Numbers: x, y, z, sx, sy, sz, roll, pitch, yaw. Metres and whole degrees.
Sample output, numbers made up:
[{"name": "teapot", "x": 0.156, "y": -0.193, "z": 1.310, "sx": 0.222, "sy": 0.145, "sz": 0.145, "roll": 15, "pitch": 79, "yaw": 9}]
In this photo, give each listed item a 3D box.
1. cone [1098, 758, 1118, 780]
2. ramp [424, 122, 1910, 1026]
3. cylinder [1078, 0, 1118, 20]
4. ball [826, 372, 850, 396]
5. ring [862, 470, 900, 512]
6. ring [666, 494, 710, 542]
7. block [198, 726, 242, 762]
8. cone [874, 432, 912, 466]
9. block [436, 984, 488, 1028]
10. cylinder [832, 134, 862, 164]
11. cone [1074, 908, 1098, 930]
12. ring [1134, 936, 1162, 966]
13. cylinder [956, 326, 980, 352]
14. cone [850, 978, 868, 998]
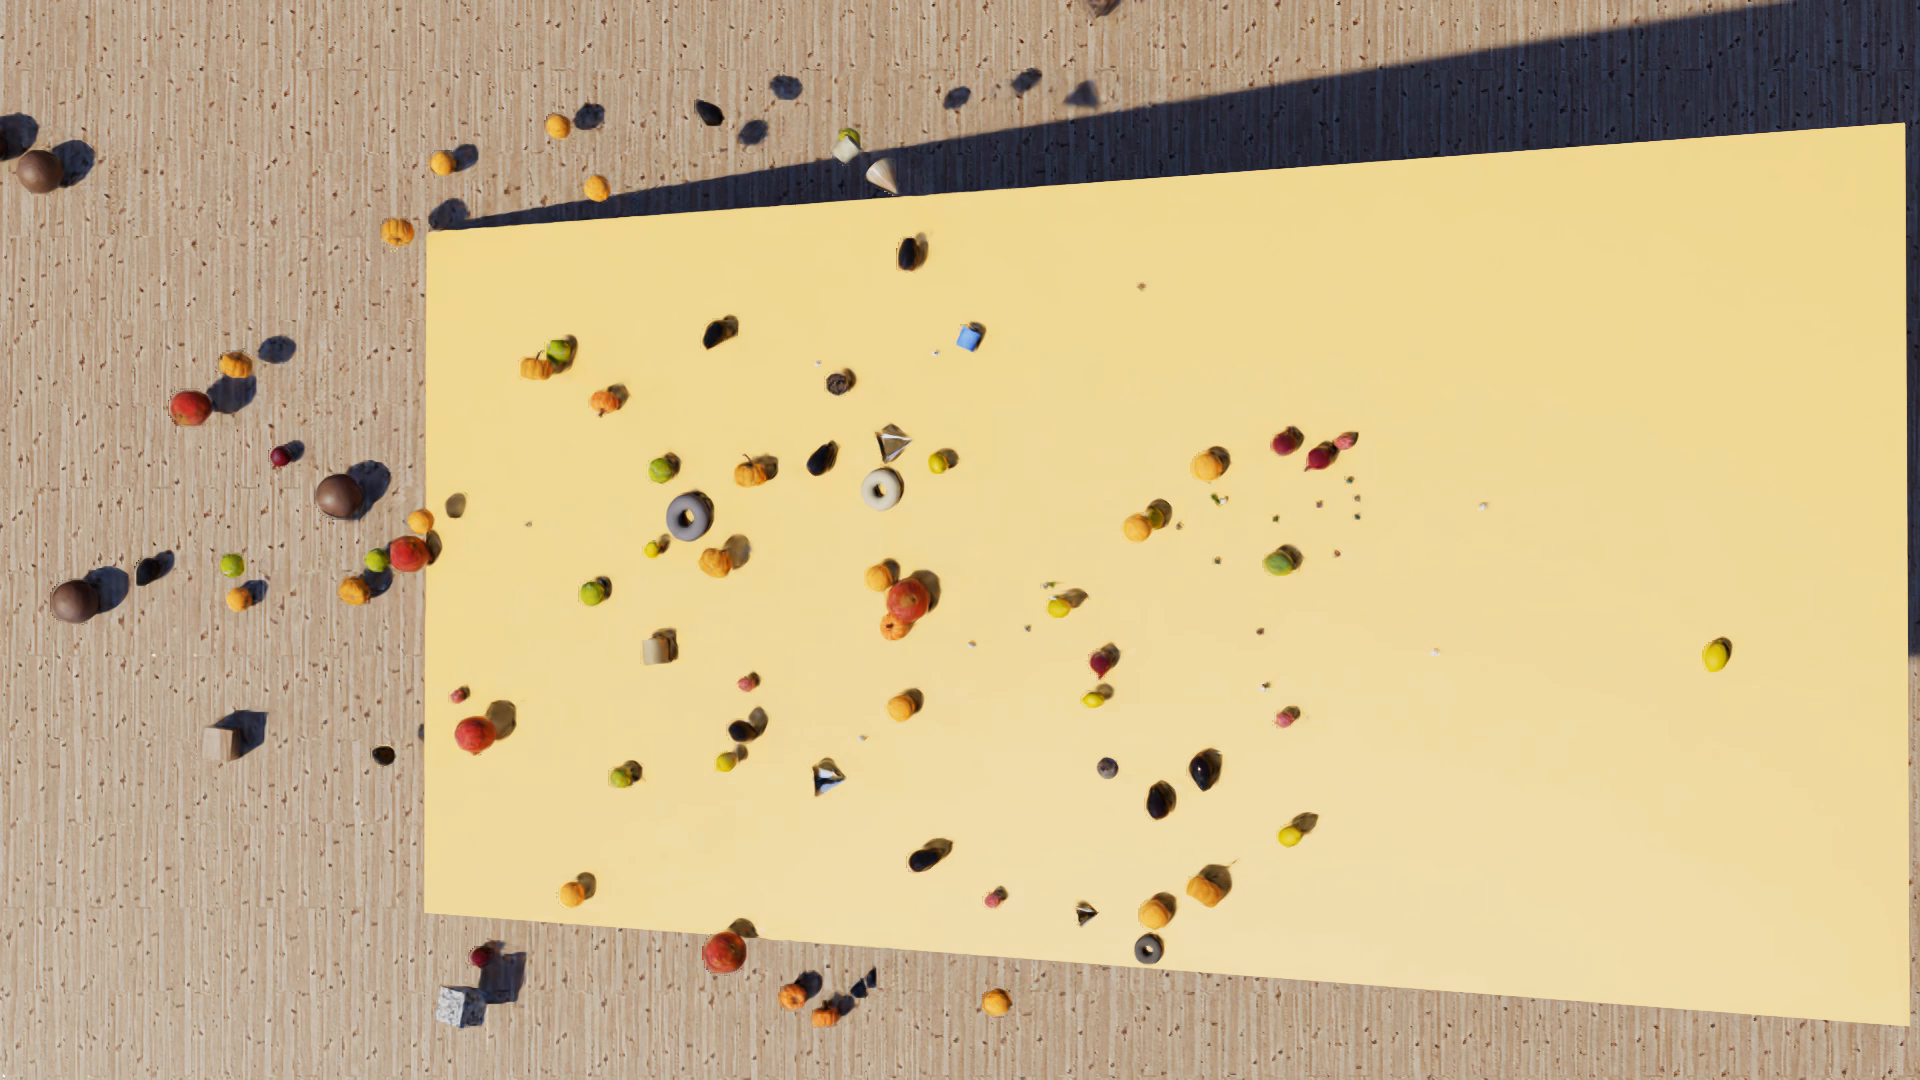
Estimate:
[{"name": "cone", "x": 0.365, "y": 0.582, "z": 5.584, "sx": 0.057, "sy": 0.057, "sz": 0.057, "roll": 0, "pitch": 89, "yaw": 24}, {"name": "ramp", "x": 0.283, "y": 0.084, "z": 5.711, "sx": 4.000, "sy": 0.100, "sz": 2.000, "roll": 0, "pitch": 89, "yaw": 24}, {"name": "cylinder", "x": 0.408, "y": -1.609, "z": 6.526, "sx": 0.090, "sy": 0.090, "sz": 0.090, "roll": -41, "pitch": 89, "yaw": -6}, {"name": "ball", "x": -0.328, "y": -0.417, "z": 5.895, "sx": 0.062, "sy": 0.062, "sz": 0.062, "roll": 0, "pitch": 89, "yaw": 0}, {"name": "ring", "x": -0.211, "y": -0.132, "z": 5.854, "sx": 0.112, "sy": 0.037, "sz": 0.112, "roll": 0, "pitch": 90, "yaw": 23}, {"name": "ring", "x": -0.754, "y": -0.061, "z": 6.086, "sx": 0.133, "sy": 0.044, "sz": 0.133, "roll": 0, "pitch": 91, "yaw": 23}, {"name": "block", "x": -2.186, "y": 0.600, "z": 6.504, "sx": 0.090, "sy": 0.090, "sz": 0.090, "roll": 6, "pitch": 89, "yaw": 0}, {"name": "cone", "x": -0.168, "y": -0.254, "z": 5.834, "sx": 0.095, "sy": 0.095, "sz": 0.095, "roll": -15, "pitch": 89, "yaw": -4}, {"name": "block", "x": -1.455, "y": 1.362, "z": 6.429, "sx": 0.097, "sy": 0.097, "sz": 0.097, "roll": 8, "pitch": 87, "yaw": 32}, {"name": "cylinder", "x": -0.306, "y": -1.058, "z": 5.957, "sx": 0.057, "sy": 0.057, "sz": 0.057, "roll": 37, "pitch": 120, "yaw": 0}, {"name": "cone", "x": 0.328, "y": 0.958, "z": 5.613, "sx": 0.057, "sy": 0.057, "sz": 0.057, "roll": -17, "pitch": 89, "yaw": -14}, {"name": "ring", "x": 0.475, "y": 1.036, "z": 5.548, "sx": 0.075, "sy": 0.025, "sz": 0.075, "roll": -1, "pitch": 88, "yaw": 24}, {"name": "cylinder", "x": 0.022, "y": -0.526, "z": 5.750, "sx": 0.051, "sy": 0.051, "sz": 0.051, "roll": 23, "pitch": 99, "yaw": 0}, {"name": "cone", "x": -0.294, "y": 1.315, "z": 6.501, "sx": 0.055, "sy": 0.055, "sz": 0.055, "roll": 13, "pitch": 116, "yaw": 0}]
